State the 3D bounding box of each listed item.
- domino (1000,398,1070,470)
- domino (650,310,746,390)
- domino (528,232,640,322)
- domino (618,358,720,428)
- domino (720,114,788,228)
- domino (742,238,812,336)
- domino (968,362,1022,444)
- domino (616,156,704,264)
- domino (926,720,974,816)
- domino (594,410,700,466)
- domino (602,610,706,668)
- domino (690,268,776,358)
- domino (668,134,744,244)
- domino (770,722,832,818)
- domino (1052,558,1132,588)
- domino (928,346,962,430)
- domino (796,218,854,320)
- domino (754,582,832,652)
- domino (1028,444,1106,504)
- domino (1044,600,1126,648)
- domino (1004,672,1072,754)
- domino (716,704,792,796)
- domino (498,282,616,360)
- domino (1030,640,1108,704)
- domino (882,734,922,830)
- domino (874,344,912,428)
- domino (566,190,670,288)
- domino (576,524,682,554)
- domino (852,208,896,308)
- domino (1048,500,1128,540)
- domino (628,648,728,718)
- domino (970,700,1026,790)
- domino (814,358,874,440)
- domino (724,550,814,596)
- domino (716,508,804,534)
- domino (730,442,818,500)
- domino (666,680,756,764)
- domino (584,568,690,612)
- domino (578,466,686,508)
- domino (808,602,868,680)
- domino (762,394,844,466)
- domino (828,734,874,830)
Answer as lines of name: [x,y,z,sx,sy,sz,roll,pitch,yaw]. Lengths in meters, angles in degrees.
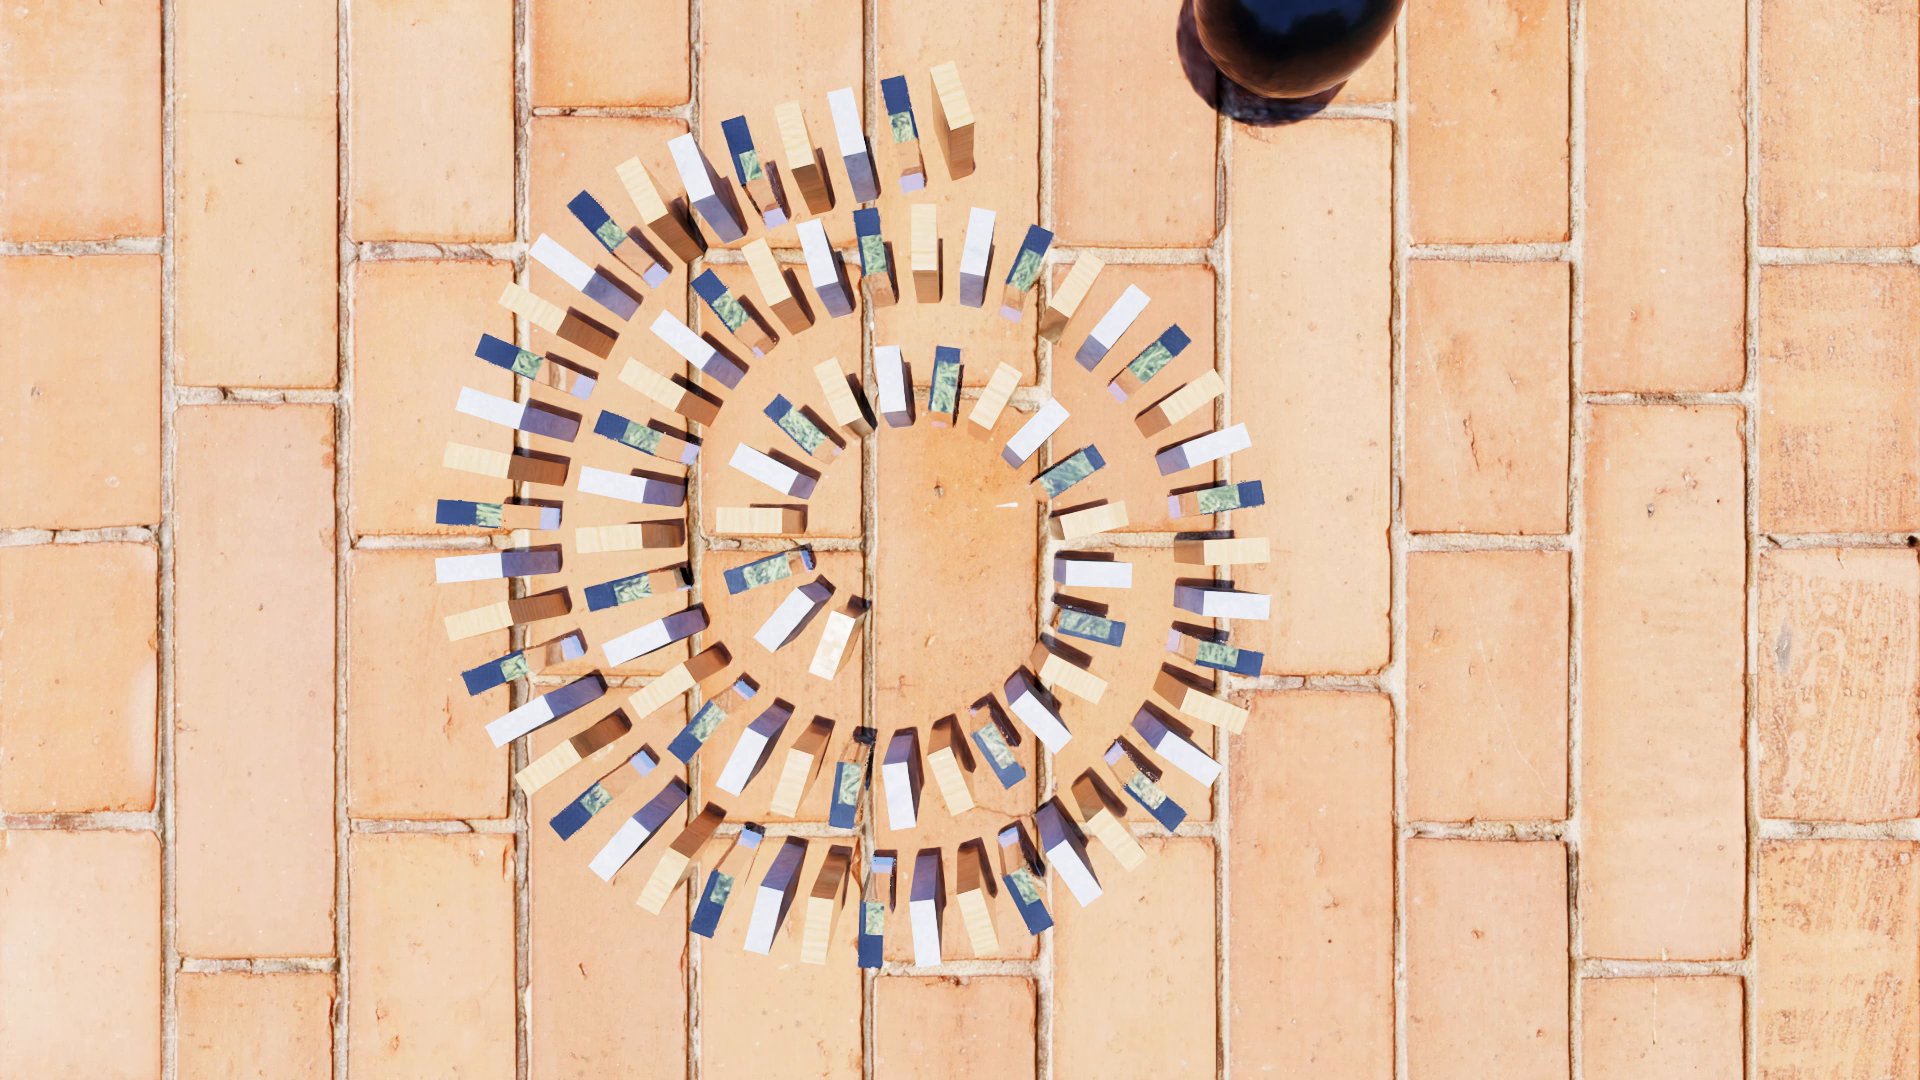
domino: [0.030,-0.042,0.375,0.009,0.050,0.025,45,90,0]
domino: [-0.106,-0.077,0.375,0.025,0.050,0.010,39,90,0]
domino: [-0.152,-0.106,0.375,0.025,0.050,0.010,36,90,0]
domino: [-0.118,-0.060,0.375,0.025,0.050,0.009,30,90,0]
domino: [-0.083,-0.149,0.375,0.009,0.050,0.025,-17,90,0]
domino: [-0.074,-0.102,0.375,0.009,0.050,0.025,-25,90,0]
domino: [0.014,-0.055,0.375,0.010,0.050,0.025,30,90,0]
domino: [-0.122,-0.134,0.375,0.010,0.050,0.025,-29,90,0]
domino: [-0.003,0.092,0.375,0.010,0.050,0.025,-23,90,0]
domino: [-0.127,-0.041,0.375,0.025,0.050,0.009,22,90,0]
domino: [-0.124,0.039,0.375,0.025,0.050,0.009,-24,90,0]
domino: [-0.092,-0.091,0.375,0.010,0.050,0.025,-40,90,0]
domino: [-0.103,-0.142,0.375,0.010,0.050,0.025,-22,90,0]
domino: [-0.064,0.093,0.375,0.010,0.050,0.025,18,90,0]
domino: [0.053,0.013,0.375,0.025,0.050,0.010,2,90,0]
domino: [-0.006,-0.061,0.375,0.010,0.050,0.025,8,90,0]
domino: [-0.055,-0.110,0.375,0.009,0.050,0.025,-16,90,0]
domino: [-0.067,0.031,0.375,0.009,0.050,0.025,41,90,0]
domino: [0.043,-0.026,0.375,0.025,0.050,0.009,-33,90,0]
domino: [0.050,0.034,0.375,0.025,0.050,0.010,13,90,0]
domino: [0.031,0.070,0.375,0.009,0.050,0.025,-44,90,0]
domino: [-0.083,0.085,0.375,0.009,0.050,0.025,28,90,0]
domino: [-0.163,-0.089,0.375,0.025,0.050,0.009,29,90,0]
domino: [0.043,0.053,0.375,0.025,0.050,0.009,27,90,0]
domino: [-0.023,0.098,0.375,0.009,0.050,0.025,-8,90,0]
domino: [-0.027,-0.062,0.375,0.009,0.050,0.025,-6,90,0]
domino: [-0.139,-0.122,0.375,0.009,0.050,0.025,-43,90,0]
domino: [-0.134,-0.001,0.375,0.025,0.050,0.010,-4,90,0]
domino: [-0.034,-0.114,0.375,0.009,0.050,0.025,-9,90,0]
domino: [0.051,-0.007,0.375,0.025,0.050,0.010,-14,90,0]
domino: [-0.114,0.058,0.375,0.025,0.050,0.009,-33,90,0]
domino: [0.015,0.082,0.375,0.009,0.050,0.025,-33,90,0]
domino: [-0.047,-0.057,0.375,0.010,0.050,0.025,-24,90,0]
domino: [-0.077,0.013,0.375,0.025,0.050,0.010,-18,90,0]
domino: [-0.081,-0.008,0.375,0.025,0.050,0.010,1,90,0]
domino: [-0.075,-0.027,0.375,0.025,0.050,0.010,28,90,0]
domino: [-0.100,0.073,0.375,0.010,0.050,0.025,41,90,0]
domino: [-0.131,0.020,0.375,0.025,0.050,0.010,-15,90,0]
domino: [-0.133,-0.021,0.375,0.025,0.050,0.010,11,90,0]
domino: [-0.049,0.040,0.375,0.009,0.050,0.025,21,90,0]
domino: [-0.063,-0.044,0.375,0.025,0.050,0.009,43,90,0]
domino: [-0.044,0.098,0.375,0.009,0.050,0.025,8,90,0]
